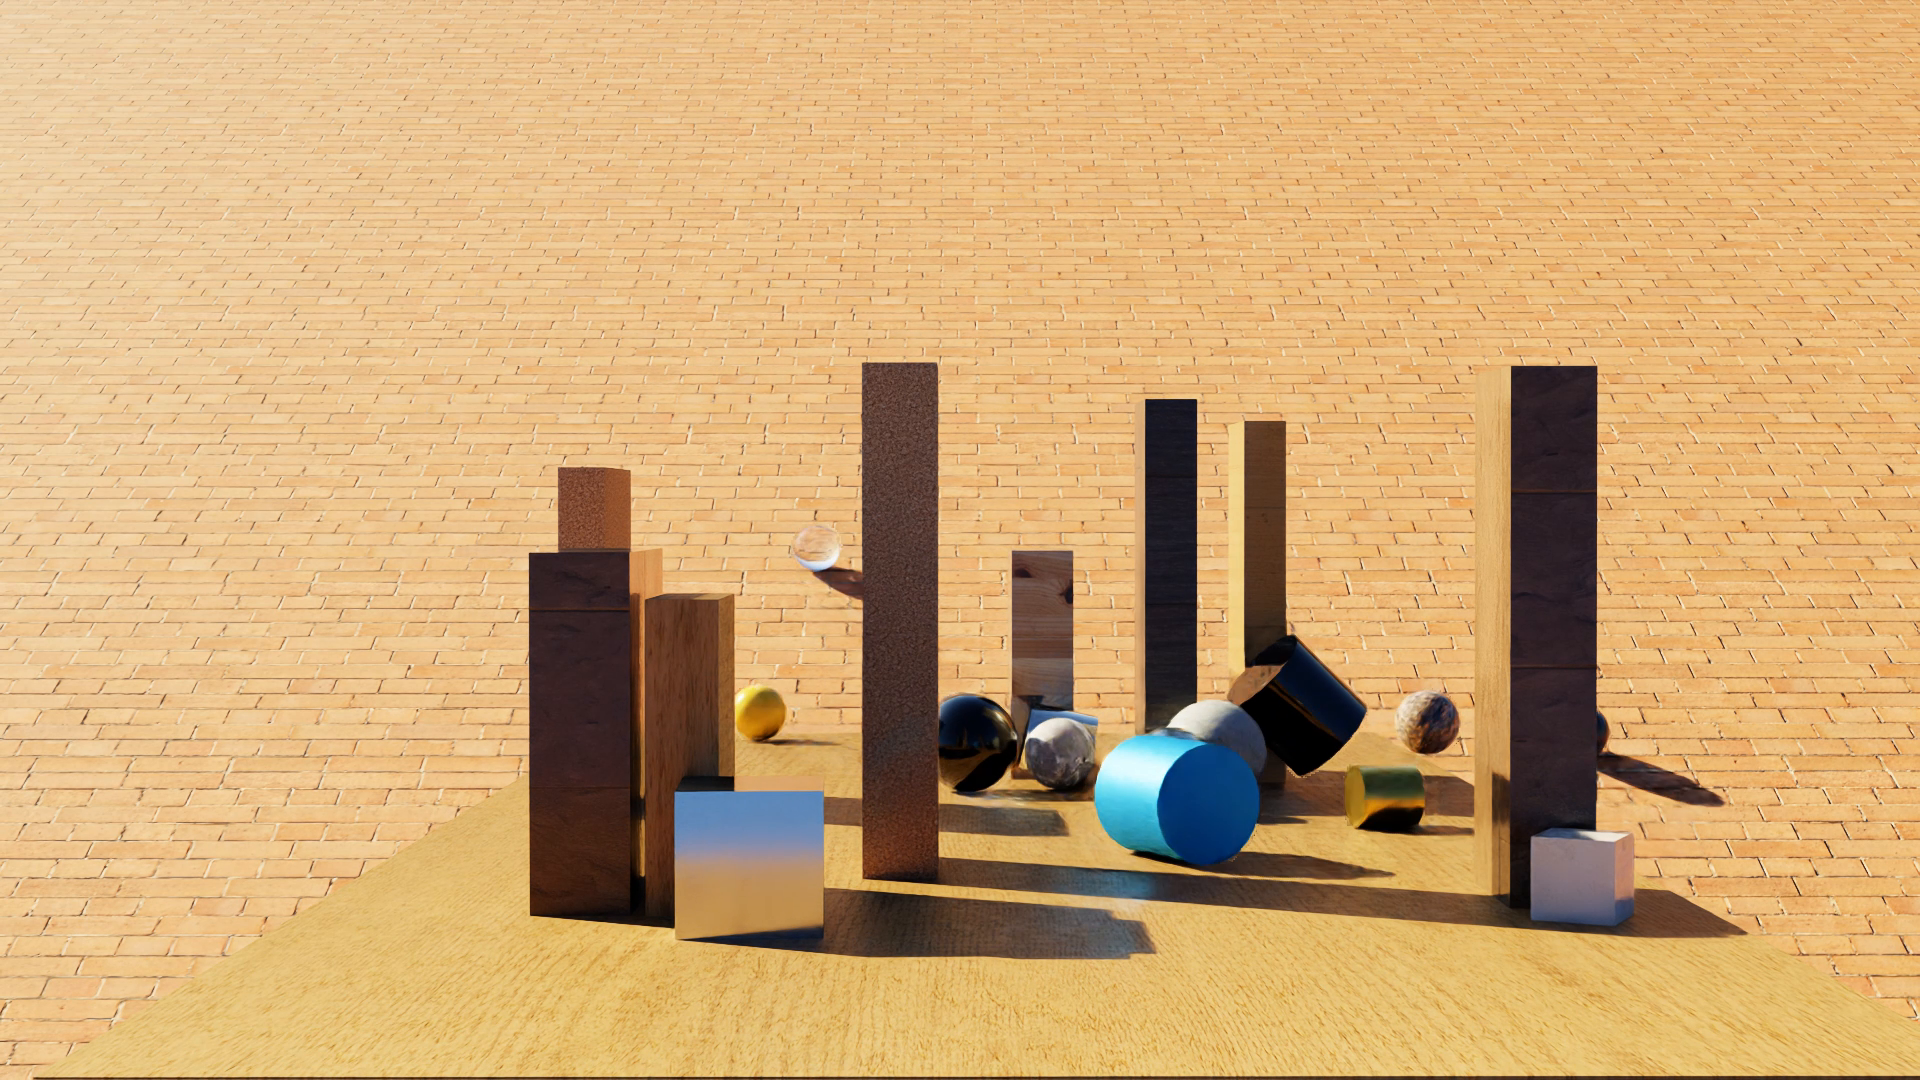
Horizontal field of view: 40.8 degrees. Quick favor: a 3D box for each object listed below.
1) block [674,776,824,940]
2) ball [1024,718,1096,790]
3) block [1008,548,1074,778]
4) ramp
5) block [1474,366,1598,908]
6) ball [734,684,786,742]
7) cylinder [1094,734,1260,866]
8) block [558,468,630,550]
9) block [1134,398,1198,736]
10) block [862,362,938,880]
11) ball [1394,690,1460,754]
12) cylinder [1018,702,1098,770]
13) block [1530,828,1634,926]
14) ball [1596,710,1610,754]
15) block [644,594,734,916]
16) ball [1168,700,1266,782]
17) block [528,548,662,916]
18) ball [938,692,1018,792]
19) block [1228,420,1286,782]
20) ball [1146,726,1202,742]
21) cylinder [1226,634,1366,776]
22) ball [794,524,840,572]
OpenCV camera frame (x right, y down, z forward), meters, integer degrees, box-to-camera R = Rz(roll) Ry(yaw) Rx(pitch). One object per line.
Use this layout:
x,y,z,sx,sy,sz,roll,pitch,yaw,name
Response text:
-0.285,0.431,3.534,0.197,0.197,0.197,0,1,-3,block
0.204,0.436,5.269,0.146,0.146,0.146,0,28,0,ball
0.175,0.262,5.673,0.131,0.484,0.387,0,1,0,block
0.063,0.567,4.607,2.000,0.100,4.000,0,1,0,ramp
0.849,0.138,3.821,0.124,0.777,0.254,0,1,0,block
-0.497,0.426,6.375,0.140,0.140,0.140,0,28,0,ball
0.354,0.424,4.230,0.195,0.195,0.195,-15,8,-26,cylinder
-0.726,0.184,5.157,0.090,0.653,0.395,0,1,0,block
0.416,0.115,5.239,0.103,0.789,0.297,0,1,0,block
-0.093,0.124,4.118,0.116,0.799,0.255,0,1,0,block
1.098,0.428,6.067,0.152,0.152,0.152,0,28,0,ball
0.206,0.423,5.412,0.141,0.141,0.141,12,29,0,cylinder
0.873,0.470,3.620,0.116,0.116,0.116,0,1,27,block
1.609,0.493,6.658,0.129,0.129,0.129,0,28,0,ball
-0.391,0.305,3.761,0.103,0.446,0.265,0,1,0,block
0.490,0.410,4.994,0.203,0.203,0.203,0,28,0,ball
-0.535,0.271,3.837,0.142,0.512,0.408,0,1,0,block
0.017,0.409,5.227,0.200,0.200,0.200,0,28,0,ball
0.637,0.127,5.554,0.088,0.756,0.308,0,1,0,block
0.394,0.432,4.836,0.164,0.164,0.164,0,28,0,ball
0.689,0.338,5.300,0.204,0.204,0.204,44,30,-9,cylinder
-0.418,0.023,7.535,0.137,0.137,0.137,0,28,0,ball
